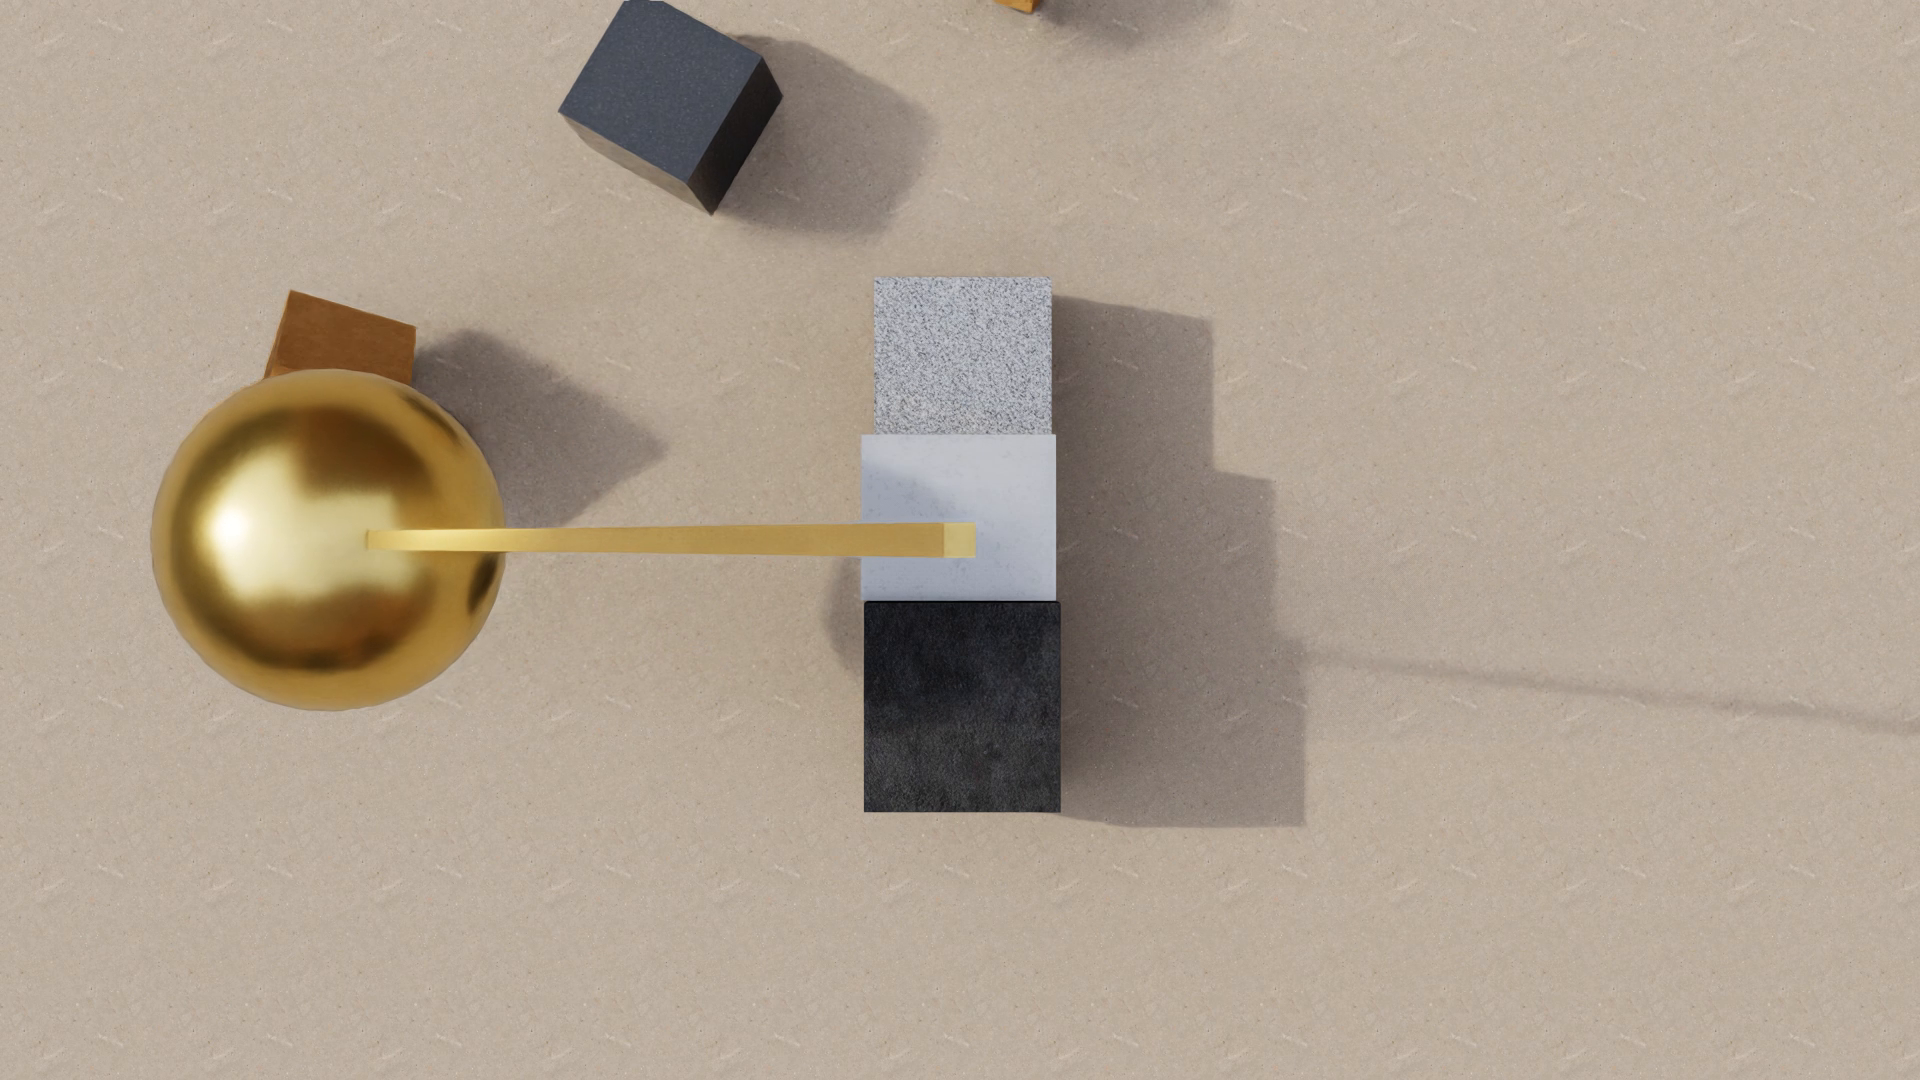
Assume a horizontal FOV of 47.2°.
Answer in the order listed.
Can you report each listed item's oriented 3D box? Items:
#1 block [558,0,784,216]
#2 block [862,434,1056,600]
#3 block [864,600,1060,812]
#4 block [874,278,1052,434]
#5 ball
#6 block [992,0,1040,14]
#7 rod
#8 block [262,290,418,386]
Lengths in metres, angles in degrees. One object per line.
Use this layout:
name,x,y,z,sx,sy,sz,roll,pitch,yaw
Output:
block,-1.638,-2.494,12.565,0.848,0.729,0.827,30,87,7
block,-0.008,-0.121,12.448,1.054,1.104,0.898,0,90,0
block,0.012,0.898,12.380,1.054,1.239,1.119,0,90,0
block,0.016,-1.018,12.595,0.982,0.811,0.879,0,90,0
ball,-2.920,0.000,10.233,1.600,1.600,1.600,0,90,0
block,0.247,-3.529,12.484,0.660,0.688,0.594,21,51,13
rod,-1.265,0.000,7.263,0.080,5.200,0.080,0,90,-29
block,-3.543,-0.752,12.330,0.718,0.807,0.842,16,122,-20
